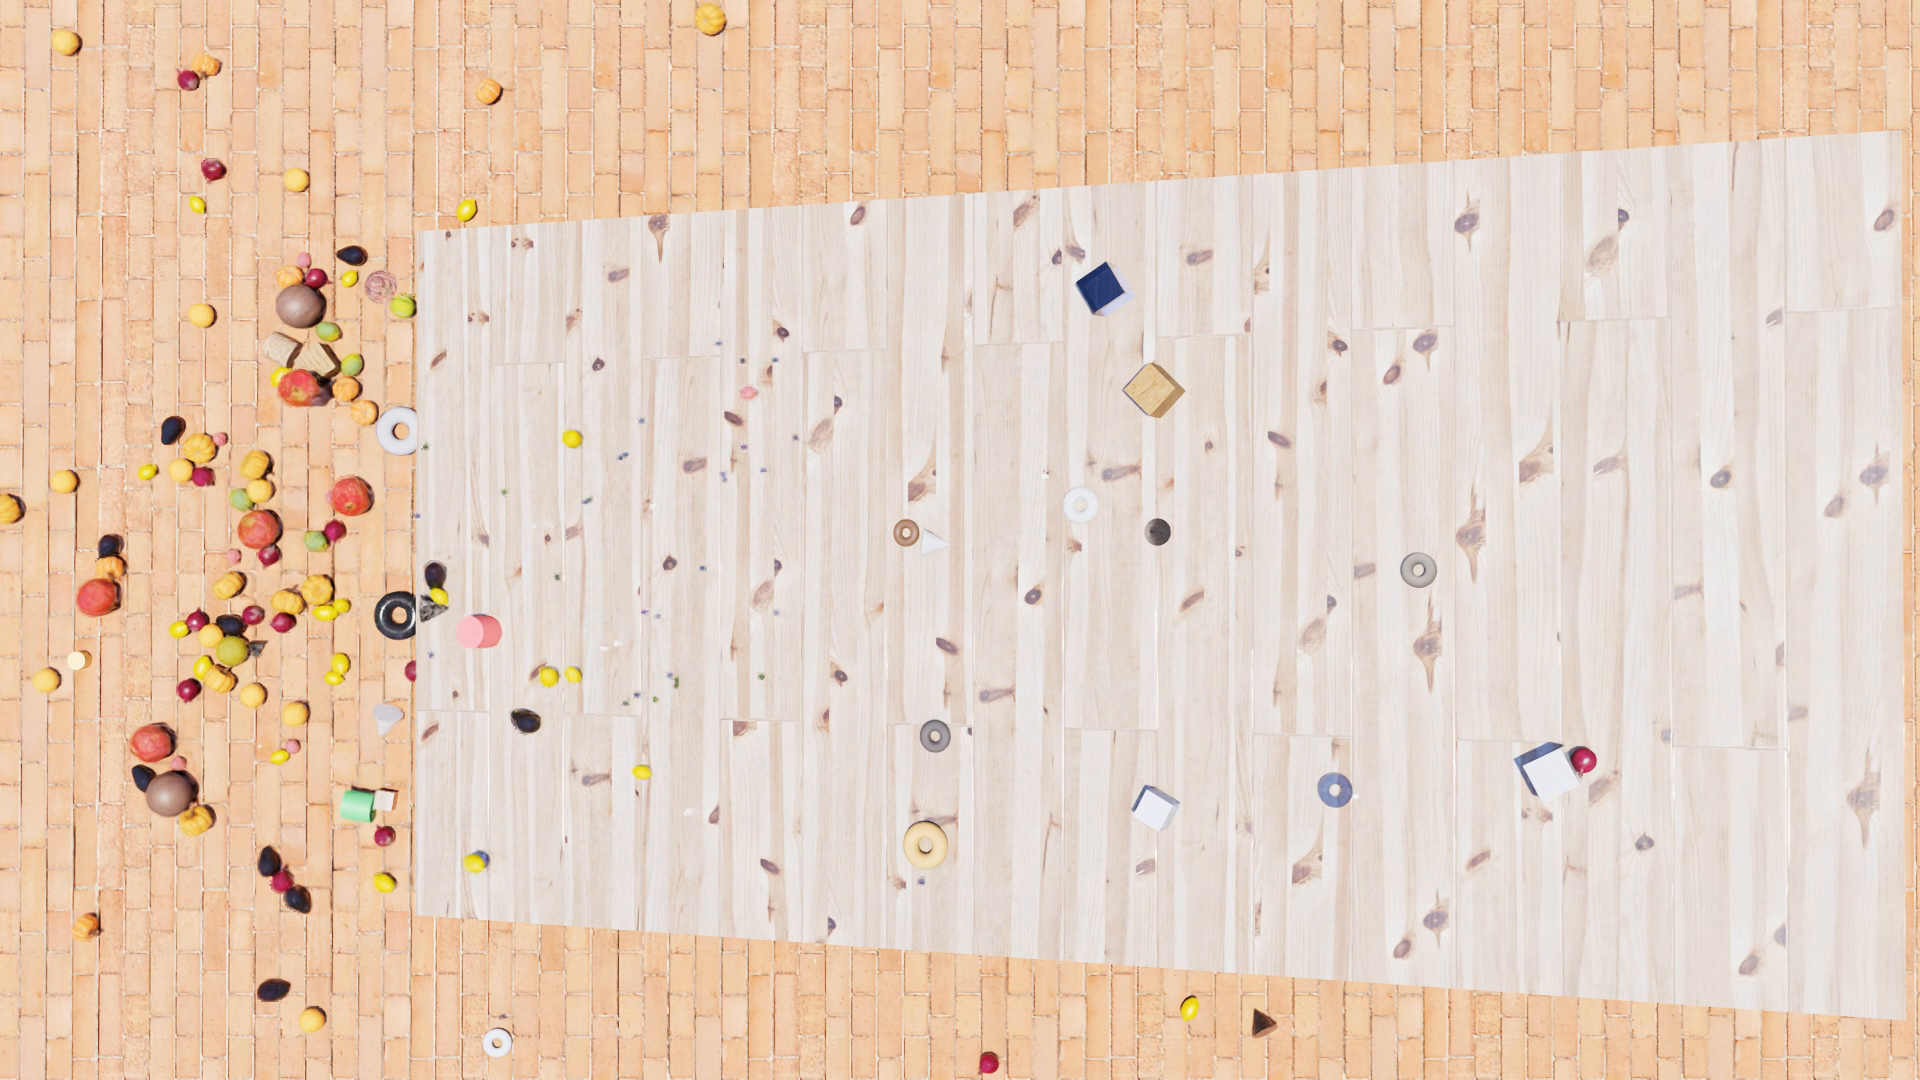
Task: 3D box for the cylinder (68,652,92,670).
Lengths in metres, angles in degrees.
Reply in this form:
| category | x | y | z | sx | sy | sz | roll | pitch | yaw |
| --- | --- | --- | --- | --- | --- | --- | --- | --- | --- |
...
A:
| category | x | y | z | sx | sy | sz | roll | pitch | yaw |
| --- | --- | --- | --- | --- | --- | --- | --- | --- | --- |
| cylinder | -2.601 | 0.356 | 6.498 | 0.052 | 0.052 | 0.052 | 0 | 89 | 0 |

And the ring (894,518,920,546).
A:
| category | x | y | z | sx | sy | sz | roll | pitch | yaw |
| --- | --- | --- | --- | --- | --- | --- | --- | --- | --- |
| ring | -0.143 | -0.019 | 5.839 | 0.075 | 0.025 | 0.075 | -1 | 88 | 23 |

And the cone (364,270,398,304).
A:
| category | x | y | z | sx | sy | sz | roll | pitch | yaw |
| --- | --- | --- | --- | --- | --- | --- | --- | --- | --- |
| cone | -1.722 | -0.753 | 6.488 | 0.099 | 0.099 | 0.099 | 0 | 89 | 0 |

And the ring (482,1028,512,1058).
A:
| category | x | y | z | sx | sy | sz | roll | pitch | yaw |
| --- | --- | --- | --- | --- | --- | --- | --- | --- | --- |
| ring | -1.366 | 1.486 | 6.495 | 0.086 | 0.029 | 0.086 | 0 | 89 | -1 |

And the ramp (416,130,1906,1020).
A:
| category | x | y | z | sx | sy | sz | roll | pitch | yaw |
| --- | --- | --- | --- | --- | --- | --- | --- | --- | --- |
| ramp | 0.283 | 0.087 | 5.734 | 4.000 | 0.100 | 2.000 | 0 | 89 | 22 |

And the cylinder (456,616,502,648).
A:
| category | x | y | z | sx | sy | sz | roll | pitch | yaw |
| --- | --- | --- | --- | --- | --- | --- | --- | --- | --- |
| cylinder | -1.377 | 0.264 | 6.296 | 0.093 | 0.093 | 0.093 | 0 | 89 | 22 |

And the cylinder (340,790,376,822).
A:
| category | x | y | z | sx | sy | sz | roll | pitch | yaw |
| --- | --- | --- | --- | --- | --- | --- | --- | --- | --- |
| cylinder | -1.769 | 0.782 | 6.475 | 0.086 | 0.086 | 0.086 | 9 | 89 | 0 |

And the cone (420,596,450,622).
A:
| category | x | y | z | sx | sy | sz | roll | pitch | yaw |
| --- | --- | --- | --- | --- | --- | --- | --- | --- | --- |
| cone | -1.521 | 0.200 | 6.385 | 0.083 | 0.083 | 0.083 | 0 | 89 | -5 |

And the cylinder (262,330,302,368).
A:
| category | x | y | z | sx | sy | sz | roll | pitch | yaw |
| --- | --- | --- | --- | --- | --- | --- | --- | --- | --- |
| cylinder | -2.003 | -0.562 | 6.494 | 0.082 | 0.082 | 0.082 | 28 | 89 | 0 |

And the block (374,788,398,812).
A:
| category | x | y | z | sx | sy | sz | roll | pitch | yaw |
| --- | --- | --- | --- | --- | --- | --- | --- | --- | --- |
| block | -1.695 | 0.767 | 6.492 | 0.054 | 0.054 | 0.054 | 9 | 89 | 0 |

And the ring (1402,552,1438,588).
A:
| category | x | y | z | sx | sy | sz | roll | pitch | yaw |
| --- | --- | --- | --- | --- | --- | --- | --- | --- | --- |
| ring | 1.113 | 0.073 | 5.330 | 0.087 | 0.029 | 0.087 | -1 | 88 | 23 |

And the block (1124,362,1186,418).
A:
| category | x | y | z | sx | sy | sz | roll | pitch | yaw |
| --- | --- | --- | --- | --- | --- | --- | --- | --- | --- |
| block | 0.492 | -0.377 | 5.550 | 0.096 | 0.096 | 0.096 | 47 | 105 | 16 |

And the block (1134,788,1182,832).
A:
| category | x | y | z | sx | sy | sz | roll | pitch | yaw |
| --- | --- | --- | --- | --- | --- | --- | --- | --- | --- |
| block | 0.497 | 0.679 | 5.544 | 0.077 | 0.077 | 0.077 | 30 | 100 | 20 |

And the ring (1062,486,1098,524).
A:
| category | x | y | z | sx | sy | sz | roll | pitch | yaw |
| --- | --- | --- | --- | --- | --- | --- | --- | --- | --- |
| ring | 0.310 | -0.090 | 5.654 | 0.098 | 0.033 | 0.098 | 0 | 91 | 23 |

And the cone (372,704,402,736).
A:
| category | x | y | z | sx | sy | sz | roll | pitch | yaw |
| --- | --- | --- | --- | --- | --- | --- | --- | --- | --- |
| cone | -1.704 | 0.547 | 6.501 | 0.090 | 0.090 | 0.090 | 22 | 116 | 0 |

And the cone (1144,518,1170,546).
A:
| category | x | y | z | sx | sy | sz | roll | pitch | yaw |
| --- | --- | --- | --- | --- | --- | --- | --- | --- | --- |
| cone | 0.490 | -0.020 | 5.560 | 0.071 | 0.071 | 0.071 | 0 | 89 | 22 |

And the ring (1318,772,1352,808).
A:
| category | x | y | z | sx | sy | sz | roll | pitch | yaw |
| --- | --- | --- | --- | --- | --- | --- | --- | --- | --- |
| ring | 0.922 | 0.615 | 5.400 | 0.087 | 0.029 | 0.087 | -1 | 88 | 23 |

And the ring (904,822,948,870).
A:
| category | x | y | z | sx | sy | sz | roll | pitch | yaw |
| --- | --- | --- | --- | --- | --- | --- | --- | --- | --- |
| ring | -0.092 | 0.806 | 5.799 | 0.125 | 0.042 | 0.125 | 0 | 91 | 21 |

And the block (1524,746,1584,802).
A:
| category | x | y | z | sx | sy | sz | roll | pitch | yaw |
| --- | --- | --- | --- | --- | --- | --- | --- | --- | --- |
| block | 1.397 | 0.550 | 5.174 | 0.095 | 0.095 | 0.095 | -30 | 79 | 19 |

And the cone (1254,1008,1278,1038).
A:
| category | x | y | z | sx | sy | sz | roll | pitch | yaw |
| --- | --- | --- | --- | --- | --- | --- | --- | --- | --- |
| cone | 0.886 | 1.416 | 6.492 | 0.081 | 0.081 | 0.081 | -25 | 62 | 0 |

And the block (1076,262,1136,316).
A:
| category | x | y | z | sx | sy | sz | roll | pitch | yaw |
| --- | --- | --- | --- | --- | --- | --- | --- | --- | --- |
| block | 0.372 | -0.639 | 5.602 | 0.095 | 0.095 | 0.095 | -33 | 78 | 18 |

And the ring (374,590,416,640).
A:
| category | x | y | z | sx | sy | sz | roll | pitch | yaw |
| --- | --- | --- | --- | --- | --- | --- | --- | --- | --- |
| ring | -1.660 | 0.224 | 6.501 | 0.147 | 0.049 | 0.147 | 0 | 89 | 1 |

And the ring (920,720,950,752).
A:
| category | x | y | z | sx | sy | sz | roll | pitch | yaw |
| --- | --- | --- | --- | --- | --- | --- | --- | --- | --- |
| ring | -0.065 | 0.518 | 5.799 | 0.087 | 0.029 | 0.087 | 0 | 90 | 21 |

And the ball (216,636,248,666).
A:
| category | x | y | z | sx | sy | sz | roll | pitch | yaw |
| --- | --- | --- | --- | --- | --- | --- | --- | --- | --- |
| ball | -2.145 | 0.326 | 6.479 | 0.091 | 0.091 | 0.091 | 0 | 89 | 0 |

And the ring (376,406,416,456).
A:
| category | x | y | z | sx | sy | sz | roll | pitch | yaw |
| --- | --- | --- | --- | --- | --- | --- | --- | --- | --- |
| ring | -1.655 | -0.322 | 6.508 | 0.146 | 0.049 | 0.146 | 0 | 90 | -1 |

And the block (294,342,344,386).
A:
| category | x | y | z | sx | sy | sz | roll | pitch | yaw |
| --- | --- | --- | --- | --- | --- | --- | --- | --- | --- |
| block | -1.892 | -0.517 | 6.490 | 0.090 | 0.090 | 0.090 | -36 | 89 | 0 |

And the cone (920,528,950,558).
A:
| category | x | y | z | sx | sy | sz | roll | pitch | yaw |
| --- | --- | --- | --- | --- | --- | --- | --- | --- | --- |
| cone | -0.062 | 0.009 | 5.801 | 0.078 | 0.078 | 0.078 | 4 | 89 | -5 |

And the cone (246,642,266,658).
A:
| category | x | y | z | sx | sy | sz | roll | pitch | yaw |
| --- | --- | --- | --- | --- | --- | --- | --- | --- | --- |
| cone | -2.073 | 0.313 | 6.512 | 0.053 | 0.053 | 0.053 | -33 | 89 | -27 |
